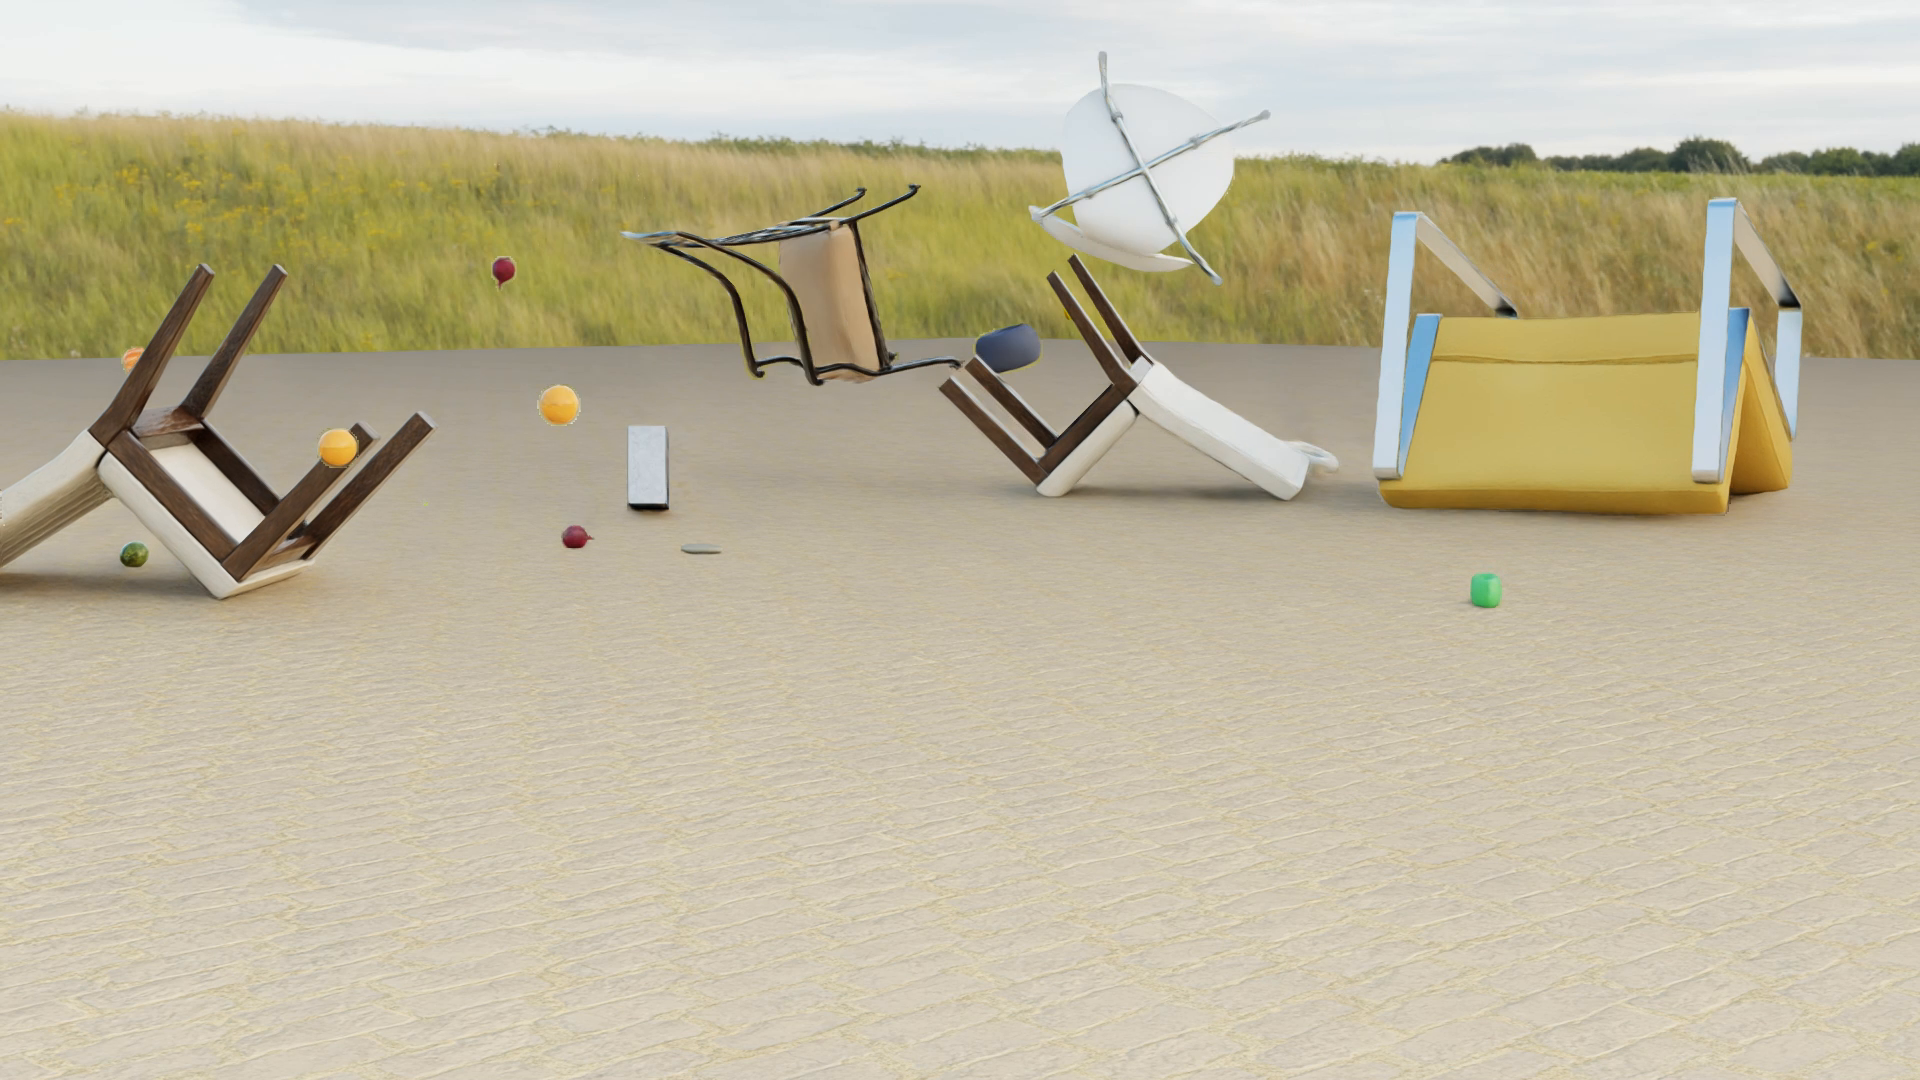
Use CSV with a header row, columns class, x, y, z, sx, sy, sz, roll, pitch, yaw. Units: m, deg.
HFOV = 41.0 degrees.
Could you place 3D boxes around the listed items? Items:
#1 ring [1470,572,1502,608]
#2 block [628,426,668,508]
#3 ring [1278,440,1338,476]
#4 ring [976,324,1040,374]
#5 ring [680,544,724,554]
class,x,y,z,sx,sy,sz,roll,pitch,yaw
ring,1.059,0.100,5.164,0.062,0.057,0.180,-1,5,8
block,-0.867,-0.200,7.148,0.102,0.211,0.255,0,-3,-5
ring,1.111,-0.262,8.175,0.200,0.051,0.244,23,17,14
ring,0.162,-0.645,8.647,0.192,0.129,0.261,-24,10,-33
ring,-0.616,0.021,6.119,0.110,0.018,0.072,3,7,23
